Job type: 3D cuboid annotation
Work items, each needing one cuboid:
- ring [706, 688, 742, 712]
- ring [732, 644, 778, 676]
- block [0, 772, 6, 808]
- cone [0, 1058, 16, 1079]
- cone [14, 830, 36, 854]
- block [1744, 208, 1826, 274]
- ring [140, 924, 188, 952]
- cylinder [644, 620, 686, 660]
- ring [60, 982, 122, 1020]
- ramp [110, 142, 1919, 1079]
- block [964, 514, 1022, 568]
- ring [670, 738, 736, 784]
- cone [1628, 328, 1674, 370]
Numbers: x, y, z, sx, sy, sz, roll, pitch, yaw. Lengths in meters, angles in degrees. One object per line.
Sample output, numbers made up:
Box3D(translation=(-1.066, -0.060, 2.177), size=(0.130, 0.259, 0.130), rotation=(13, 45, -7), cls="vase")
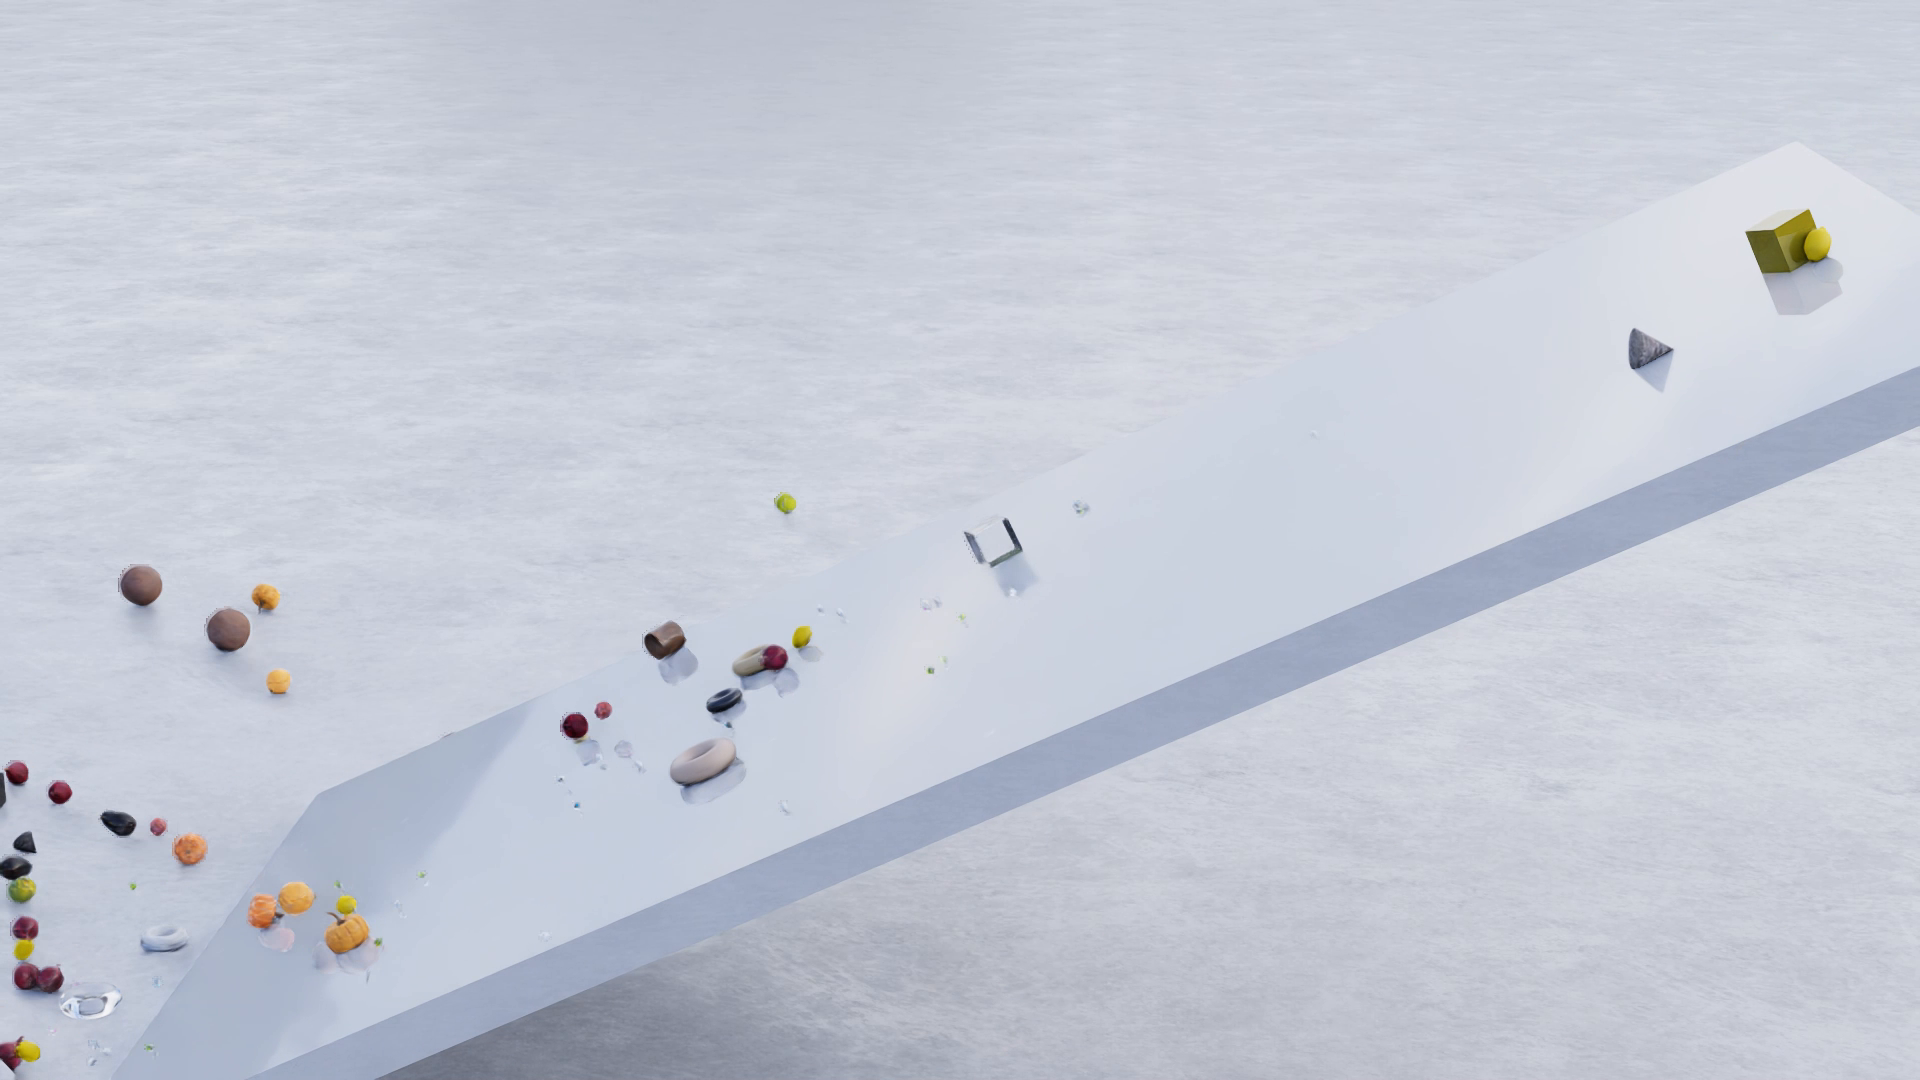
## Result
Box3D(translation=(-0.523, 0.355, 6.514), size=(0.086, 0.029, 0.086), rotation=(-23, 14, 6), cls="ring")
Box3D(translation=(-0.465, 0.274, 6.700), size=(0.116, 0.039, 0.116), rotation=(-25, 12, 6), cls="ring")
Box3D(translation=(-2.550, 0.660, 7.700), size=(0.079, 0.079, 0.079), rotation=(-1, 16, -3), cls="block")
Box3D(translation=(-2.022, 1.087, 6.135), size=(0.084, 0.084, 0.084), rotation=(-9, 8, 1), cls="cone")
Box3D(translation=(-2.341, 0.772, 7.401), size=(0.057, 0.057, 0.057), rotation=(38, 32, 22), cls="cone")
Box3D(translation=(1.674, -0.607, 5.968), size=(0.096, 0.096, 0.096), rotation=(-30, 14, -17), cls="block")
Box3D(translation=(-1.850, 0.925, 6.837), size=(0.106, 0.035, 0.106), rotation=(0, 17, 0), cls="ring")
Box3D(translation=(-0.724, 0.246, 7.215), size=(0.071, 0.071, 0.071), rotation=(15, 36, 42), cls="cylinder")
Box3D(translation=(-1.919, 1.017, 6.494), size=(0.134, 0.045, 0.134), rotation=(0, 17, 0), cls="ring")
Box3D(translation=(0.135, 0.169, 6.282), size=(4.000, 0.100, 2.000), rotation=(-24, 13, 9), cls="ramp")
Box3D(translation=(0.075, 0.002, 6.635), size=(0.085, 0.085, 0.085), rotation=(-29, 13, -13), cls="block")
Box3D(translation=(-0.532, 0.458, 6.086), size=(0.148, 0.049, 0.148), rotation=(-23, 14, 6), cls="ring")
Box3D(translation=(1.365, -0.376, 5.783), size=(0.082, 0.082, 0.082), rotation=(1, 16, -4), cls="cone")
